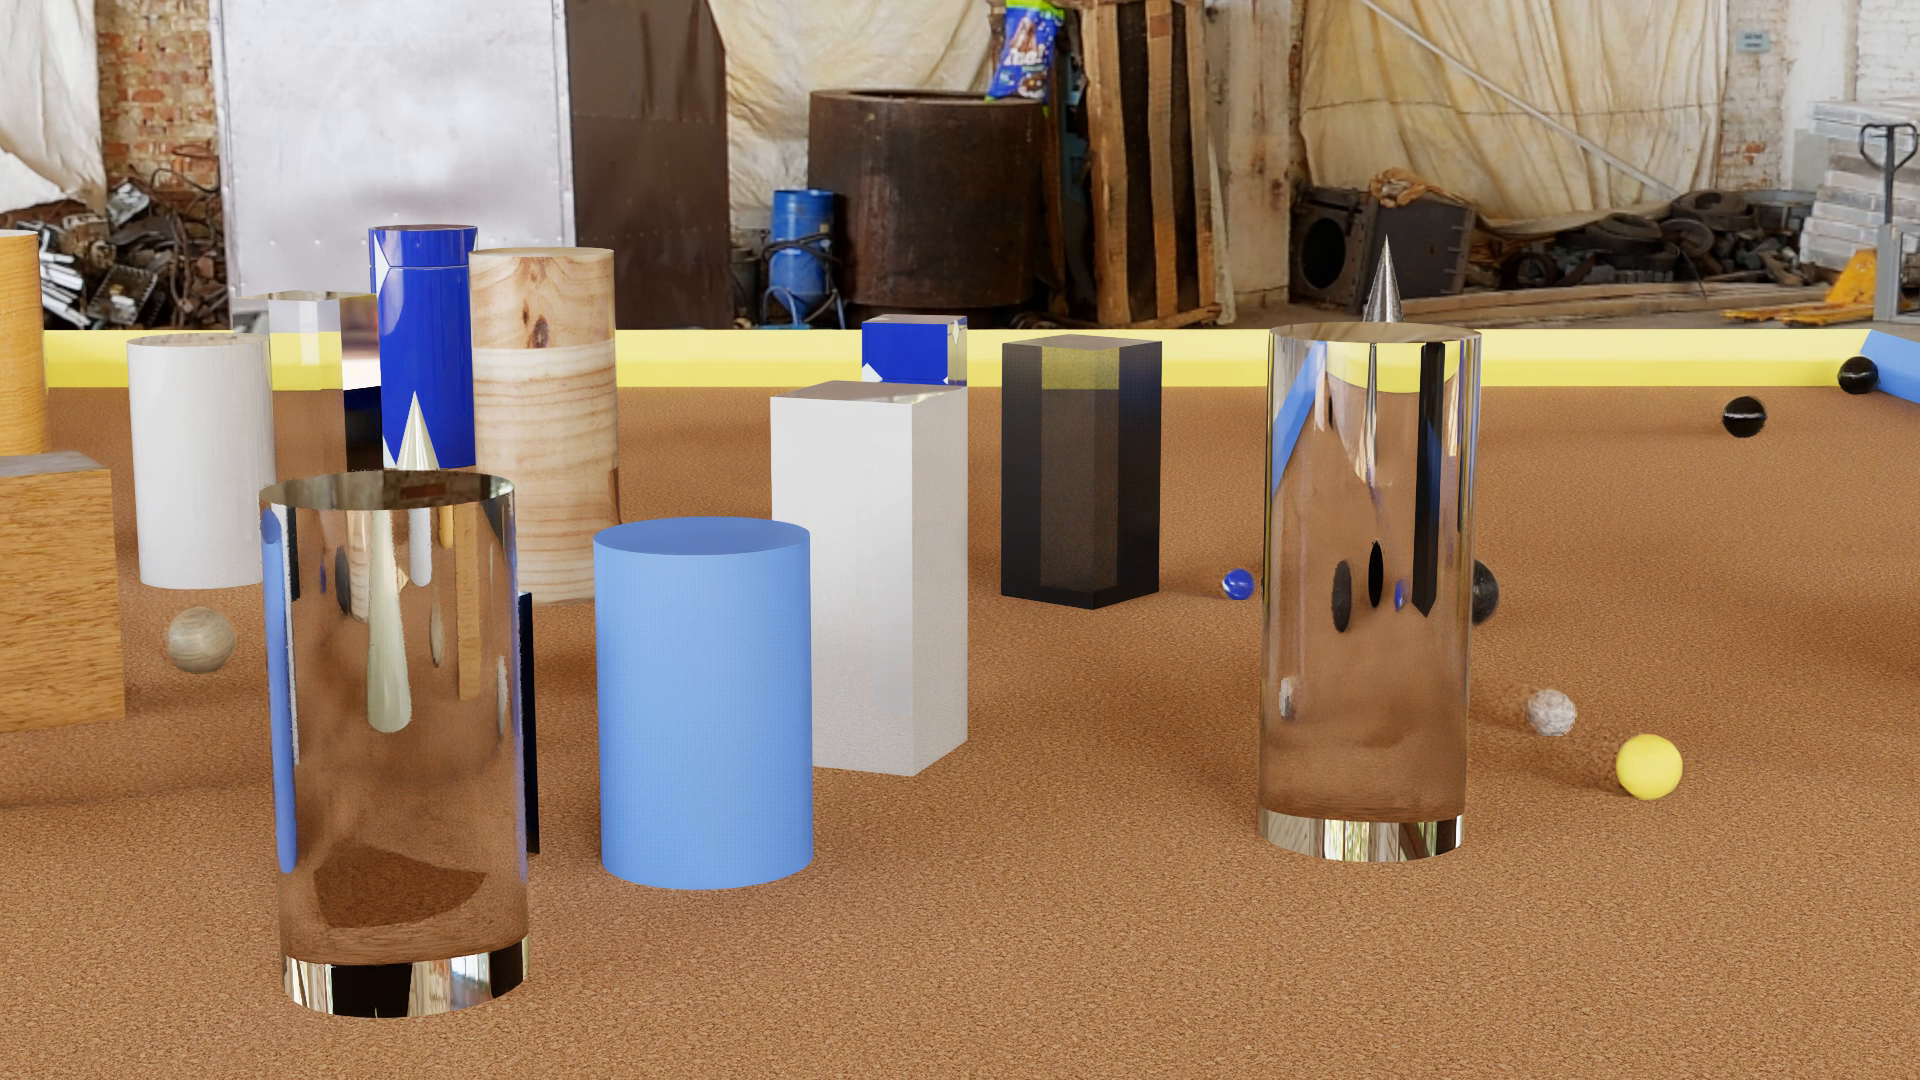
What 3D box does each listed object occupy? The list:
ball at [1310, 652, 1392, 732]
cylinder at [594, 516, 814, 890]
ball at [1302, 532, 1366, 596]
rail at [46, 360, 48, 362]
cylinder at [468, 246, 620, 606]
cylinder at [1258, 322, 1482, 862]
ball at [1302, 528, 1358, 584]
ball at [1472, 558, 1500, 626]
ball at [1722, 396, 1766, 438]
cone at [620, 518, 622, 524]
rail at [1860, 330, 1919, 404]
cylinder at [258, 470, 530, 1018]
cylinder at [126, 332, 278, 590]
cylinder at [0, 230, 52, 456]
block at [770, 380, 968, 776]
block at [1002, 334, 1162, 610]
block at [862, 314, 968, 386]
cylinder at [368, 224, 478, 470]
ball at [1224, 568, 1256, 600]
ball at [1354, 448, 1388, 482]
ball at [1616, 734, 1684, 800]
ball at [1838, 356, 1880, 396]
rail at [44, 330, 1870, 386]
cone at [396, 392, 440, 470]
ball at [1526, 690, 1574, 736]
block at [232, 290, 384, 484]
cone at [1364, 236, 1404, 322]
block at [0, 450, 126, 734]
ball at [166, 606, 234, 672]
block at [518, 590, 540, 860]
[{"bbox_3d":[0.432,0.168,2.834,0.088,0.088,0.088,0,10,0],"label":"ball"},{"bbox_3d":[-0.235,0.145,2.363,0.197,0.304,0.197,0,10,0],"label":"cylinder"},{"bbox_3d":[0.519,0.034,3.561,0.088,0.088,0.088,0,10,0],"label":"ball"},{"bbox_3d":[-2.078,0.035,3.437,0.045,0.128,4.932,0,10,0],"label":"rail"},{"bbox_3d":[-0.572,-0.161,3.548,0.197,0.474,0.197,0,10,0],"label":"cylinder"},{"bbox_3d":[0.385,0.044,2.427,0.197,0.481,0.197,0,10,0],"label":"cylinder"},{"bbox_3d":[0.525,0.023,3.644,0.079,0.079,0.079,0,10,0],"label":"ball"},{"bbox_3d":[0.657,0.068,3.357,0.095,0.095,0.095,0,10,0],"label":"ball"},{"bbox_3d":[1.548,-0.242,5.066,0.083,0.083,0.083,0,10,0],"label":"ball"},{"bbox_3d":[-0.598,-0.170,3.845,0.197,0.385,0.197,0,10,0],"label":"cone"},{"bbox_3d":[2.078,0.031,3.461,0.045,0.128,4.932,0,10,0],"label":"rail"},{"bbox_3d":[-0.448,0.156,2.046,0.197,0.399,0.197,0,10,0],"label":"cylinder"},{"bbox_3d":[-1.081,-0.117,3.673,0.197,0.342,0.197,0,10,0],"label":"cylinder"},{"bbox_3d":[-1.448,-0.209,3.785,0.197,0.483,0.197,0,10,0],"label":"cylinder"},{"bbox_3d":[-0.094,0.036,2.724,0.157,0.389,0.157,4,11,21],"label":"block"},{"bbox_3d":[0.168,-0.098,3.547,0.157,0.352,0.157,8,13,38],"label":"block"},{"bbox_3d":[-0.081,-0.264,4.653,0.157,0.274,0.157,2,11,13],"label":"block"},{"bbox_3d":[-0.981,-0.358,4.728,0.197,0.433,0.197,0,10,0],"label":"cylinder"},{"bbox_3d":[0.384,0.061,3.531,0.045,0.045,0.045,0,10,0],"label":"ball"},{"bbox_3d":[0.727,-0.133,4.535,0.060,0.060,0.060,0,10,0],"label":"ball"},{"bbox_3d":[0.692,0.228,2.575,0.065,0.065,0.065,0,10,0],"label":"ball"},{"bbox_3d":[2.002,-0.366,5.717,0.088,0.088,0.088,0,10,0],"label":"ball"},{"bbox_3d":[-0.014,-0.412,5.850,4.203,0.128,0.045,0,10,0],"label":"rail"},{"bbox_3d":[-0.625,0.005,2.972,0.197,0.359,0.197,0,10,0],"label":"cone"},{"bbox_3d":[0.648,0.189,2.819,0.051,0.051,0.051,0,10,0],"label":"ball"},{"bbox_3d":[-1.022,-0.199,4.036,0.157,0.371,0.157,4,11,22],"label":"block"},{"bbox_3d":[0.790,-0.362,4.788,0.197,0.418,0.197,0,10,0],"label":"cone"},{"bbox_3d":[-1.051,0.056,2.897,0.157,0.285,0.157,-6,12,-31],"label":"block"},{"bbox_3d":[-0.921,0.121,3.111,0.080,0.080,0.080,0,10,0],"label":"ball"},{"bbox_3d":[-0.498,0.177,2.342,0.157,0.250,0.157,5,12,26],"label":"block"}]
